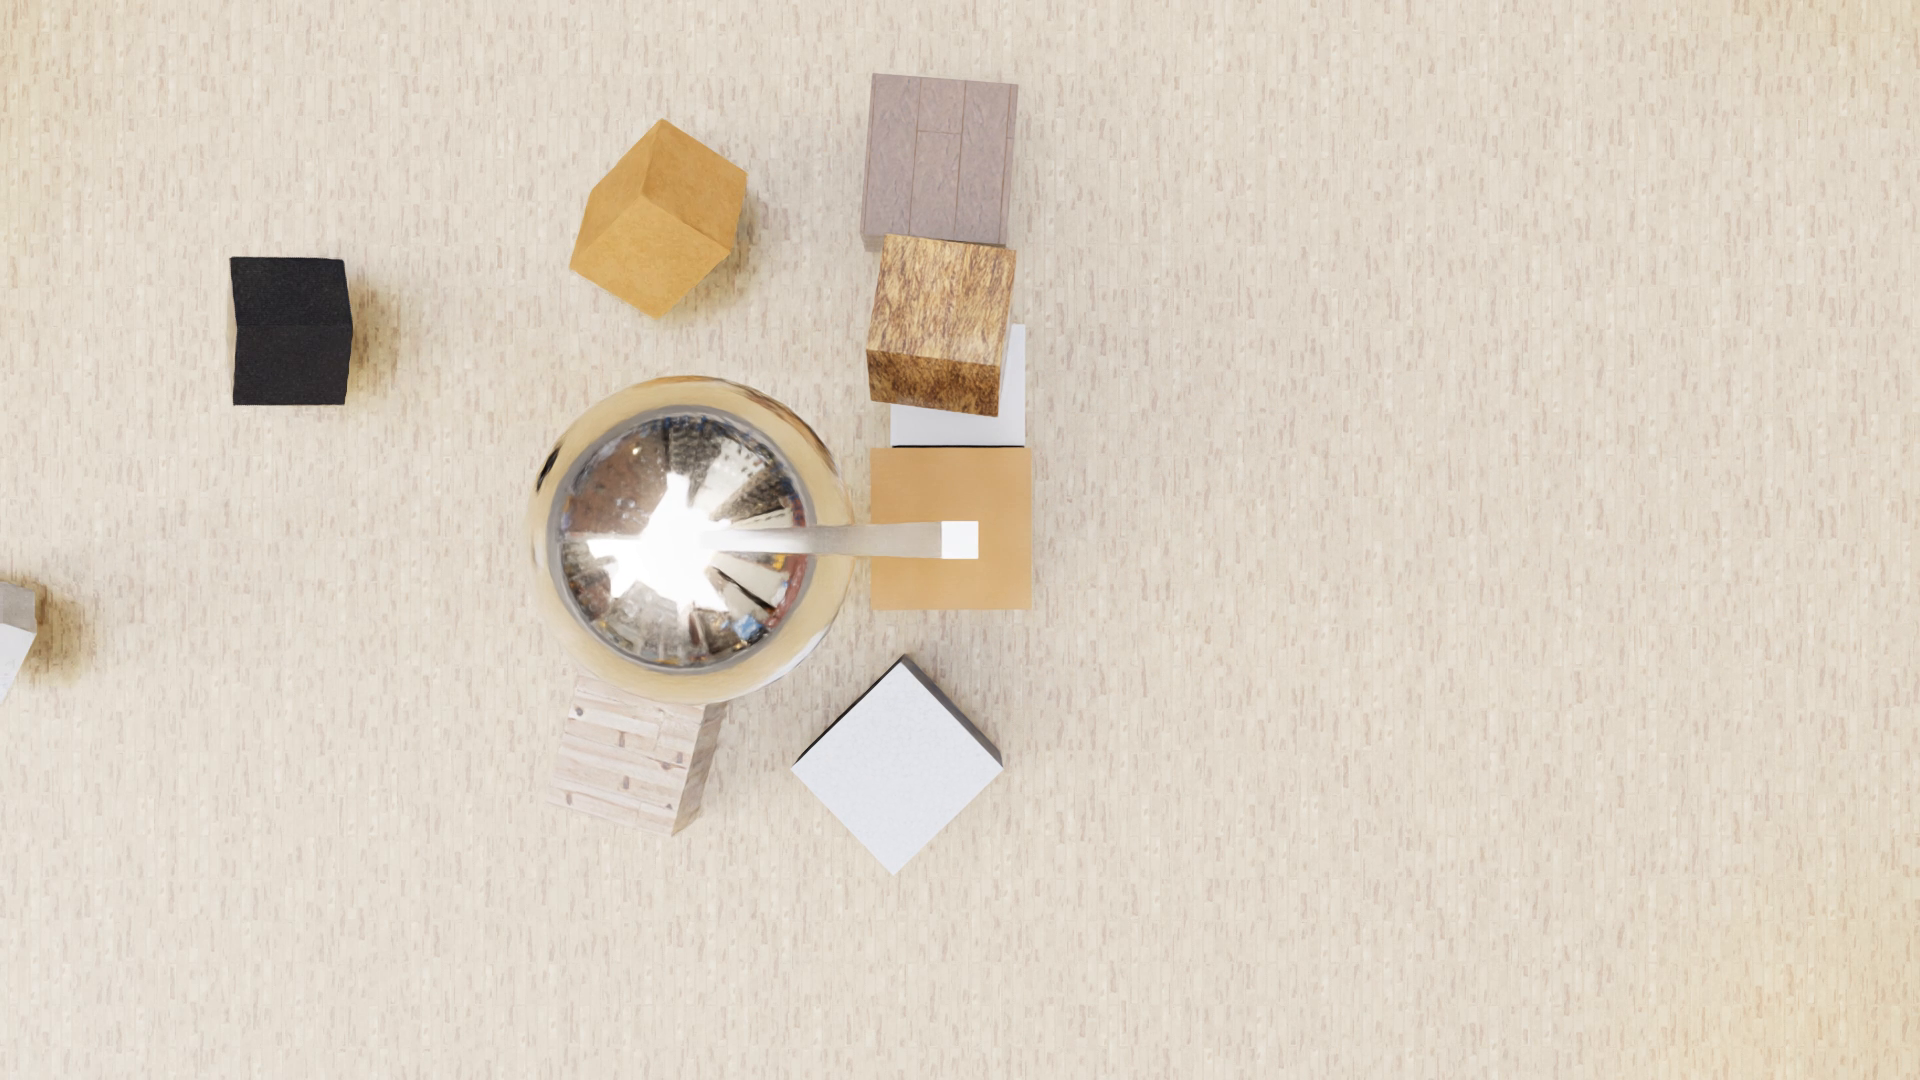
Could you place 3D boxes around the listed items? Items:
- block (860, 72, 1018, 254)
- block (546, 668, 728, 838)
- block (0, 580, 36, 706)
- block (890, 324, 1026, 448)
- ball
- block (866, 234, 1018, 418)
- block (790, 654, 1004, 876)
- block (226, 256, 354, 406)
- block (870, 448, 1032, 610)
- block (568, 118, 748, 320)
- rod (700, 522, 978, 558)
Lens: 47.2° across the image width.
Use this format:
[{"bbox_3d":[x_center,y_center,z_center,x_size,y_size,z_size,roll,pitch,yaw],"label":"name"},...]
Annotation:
[{"bbox_3d":[-0.116,-2.117,12.603,0.817,0.794,0.892,4,90,0],"label":"block"},{"bbox_3d":[-1.834,1.180,12.605,0.732,0.731,0.791,15,91,4],"label":"block"},{"bbox_3d":[-5.647,0.539,12.551,0.530,0.553,0.508,23,104,-31],"label":"block"},{"bbox_3d":[-0.012,-0.873,12.683,0.755,0.635,0.681,0,90,0],"label":"block"},{"bbox_3d":[-1.299,0.000,10.616,1.600,1.600,1.600,0,90,0],"label":"ball"},{"bbox_3d":[-0.094,-1.161,11.983,0.714,0.682,0.686,8,70,3],"label":"block"},{"bbox_3d":[-0.345,1.253,12.515,0.841,0.969,0.813,-44,90,0],"label":"block"},{"bbox_3d":[-3.818,-1.183,12.494,0.619,0.635,0.546,-2,51,-22],"label":"block"},{"bbox_3d":[-0.051,-0.061,12.562,0.890,0.877,0.893,0,90,0],"label":"block"},{"bbox_3d":[-1.699,-1.806,12.426,0.597,0.753,0.639,30,46,-27],"label":"block"},{"bbox_3d":[-0.563,0.000,7.297,0.080,5.200,0.080,0,90,-13],"label":"rod"}]
